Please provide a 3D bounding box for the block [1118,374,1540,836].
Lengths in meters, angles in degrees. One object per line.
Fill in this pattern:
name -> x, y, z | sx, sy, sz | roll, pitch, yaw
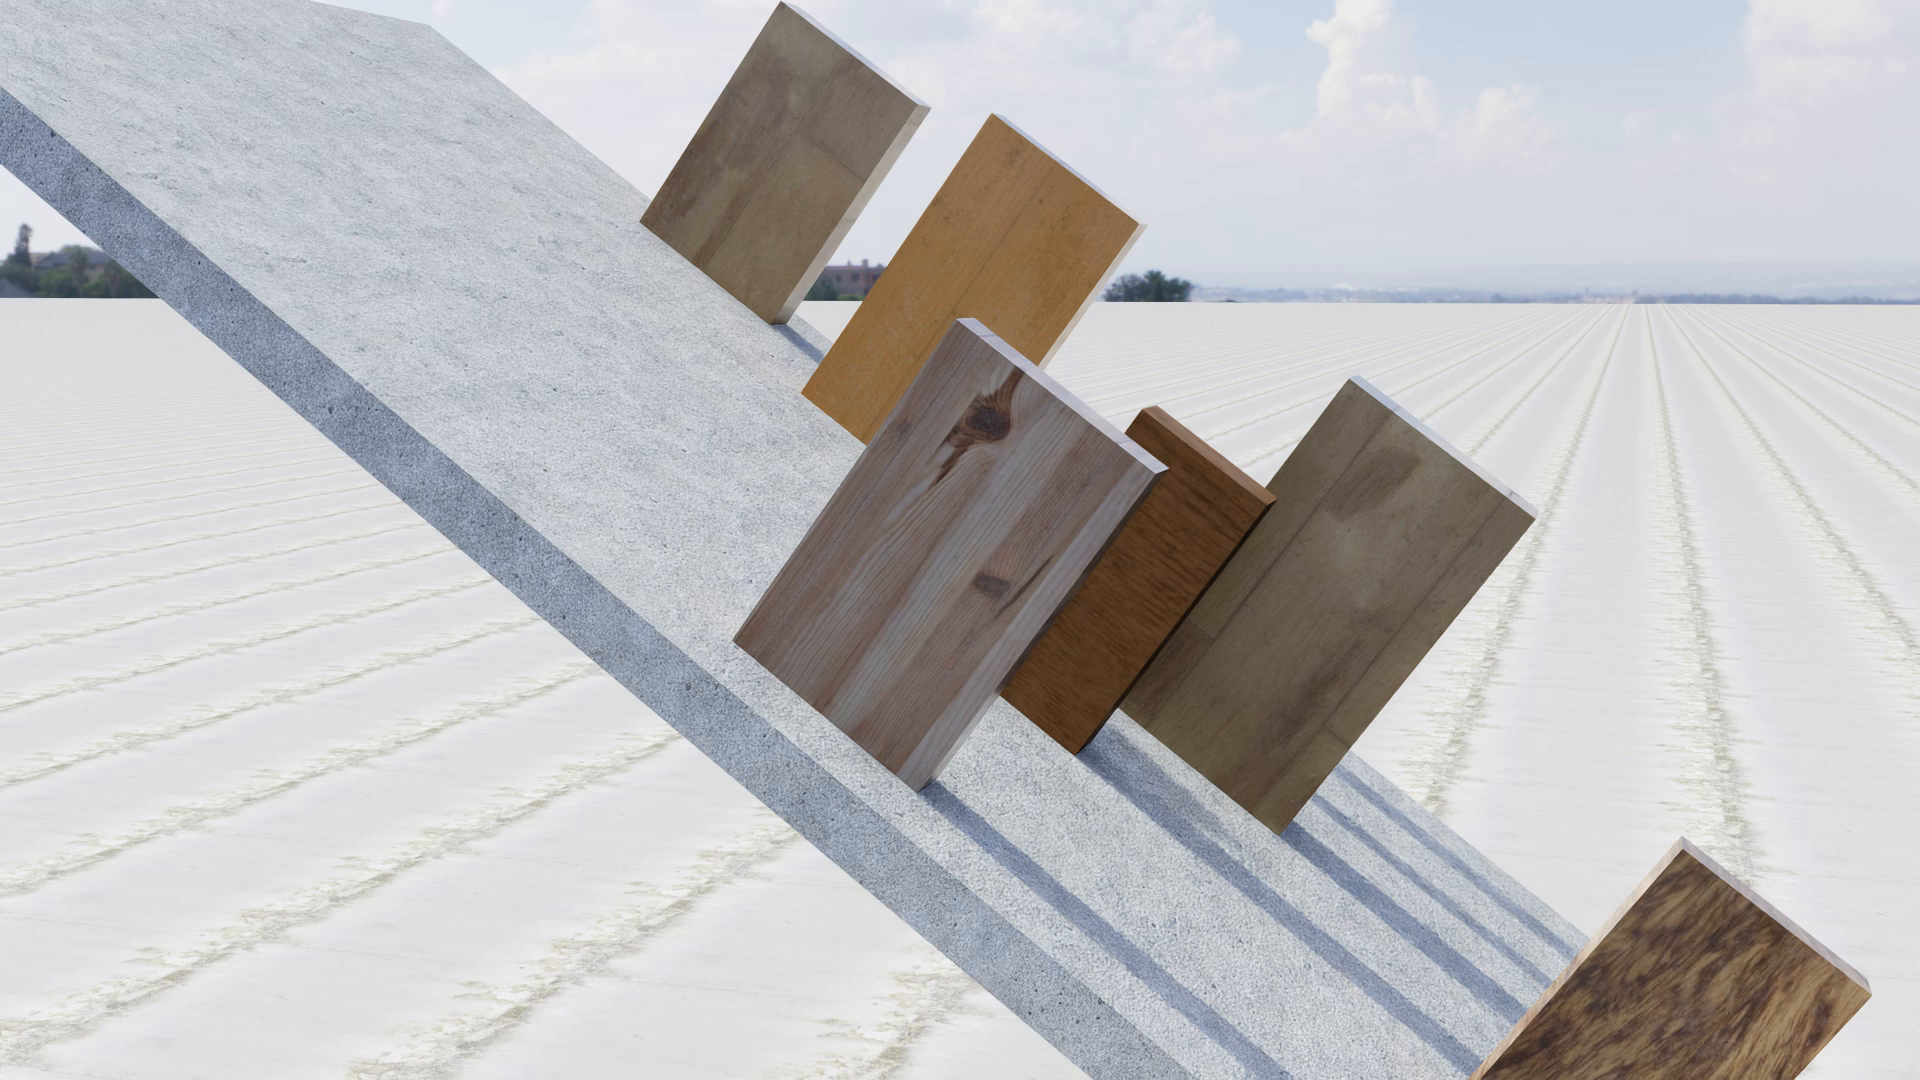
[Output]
block -> 0.662, 0.121, 4.058 | 0.410, 0.747, 0.147 | 39, 16, 10

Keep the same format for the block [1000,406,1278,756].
block -> 0.266, 0.069, 3.753 | 0.261, 0.545, 0.118 | 39, 16, 10

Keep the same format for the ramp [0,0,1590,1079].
ramp -> -0.068, 0.131, 4.071 | 4.000, 0.100, 2.000 | 39, 16, 10

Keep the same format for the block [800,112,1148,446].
block -> 0.022, -0.471, 4.512 | 0.378, 0.705, 0.081 | 39, 16, 10

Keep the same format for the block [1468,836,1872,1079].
block -> 1.066, 0.775, 3.369 | 0.338, 0.551, 0.083 | 39, 16, 10

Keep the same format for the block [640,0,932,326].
block -> -0.394, -0.837, 4.913 | 0.392, 0.592, 0.101 | 39, 16, 10

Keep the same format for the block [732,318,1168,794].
block -> -0.021, 0.023, 3.197 | 0.359, 0.591, 0.090 | 39, 16, 10
